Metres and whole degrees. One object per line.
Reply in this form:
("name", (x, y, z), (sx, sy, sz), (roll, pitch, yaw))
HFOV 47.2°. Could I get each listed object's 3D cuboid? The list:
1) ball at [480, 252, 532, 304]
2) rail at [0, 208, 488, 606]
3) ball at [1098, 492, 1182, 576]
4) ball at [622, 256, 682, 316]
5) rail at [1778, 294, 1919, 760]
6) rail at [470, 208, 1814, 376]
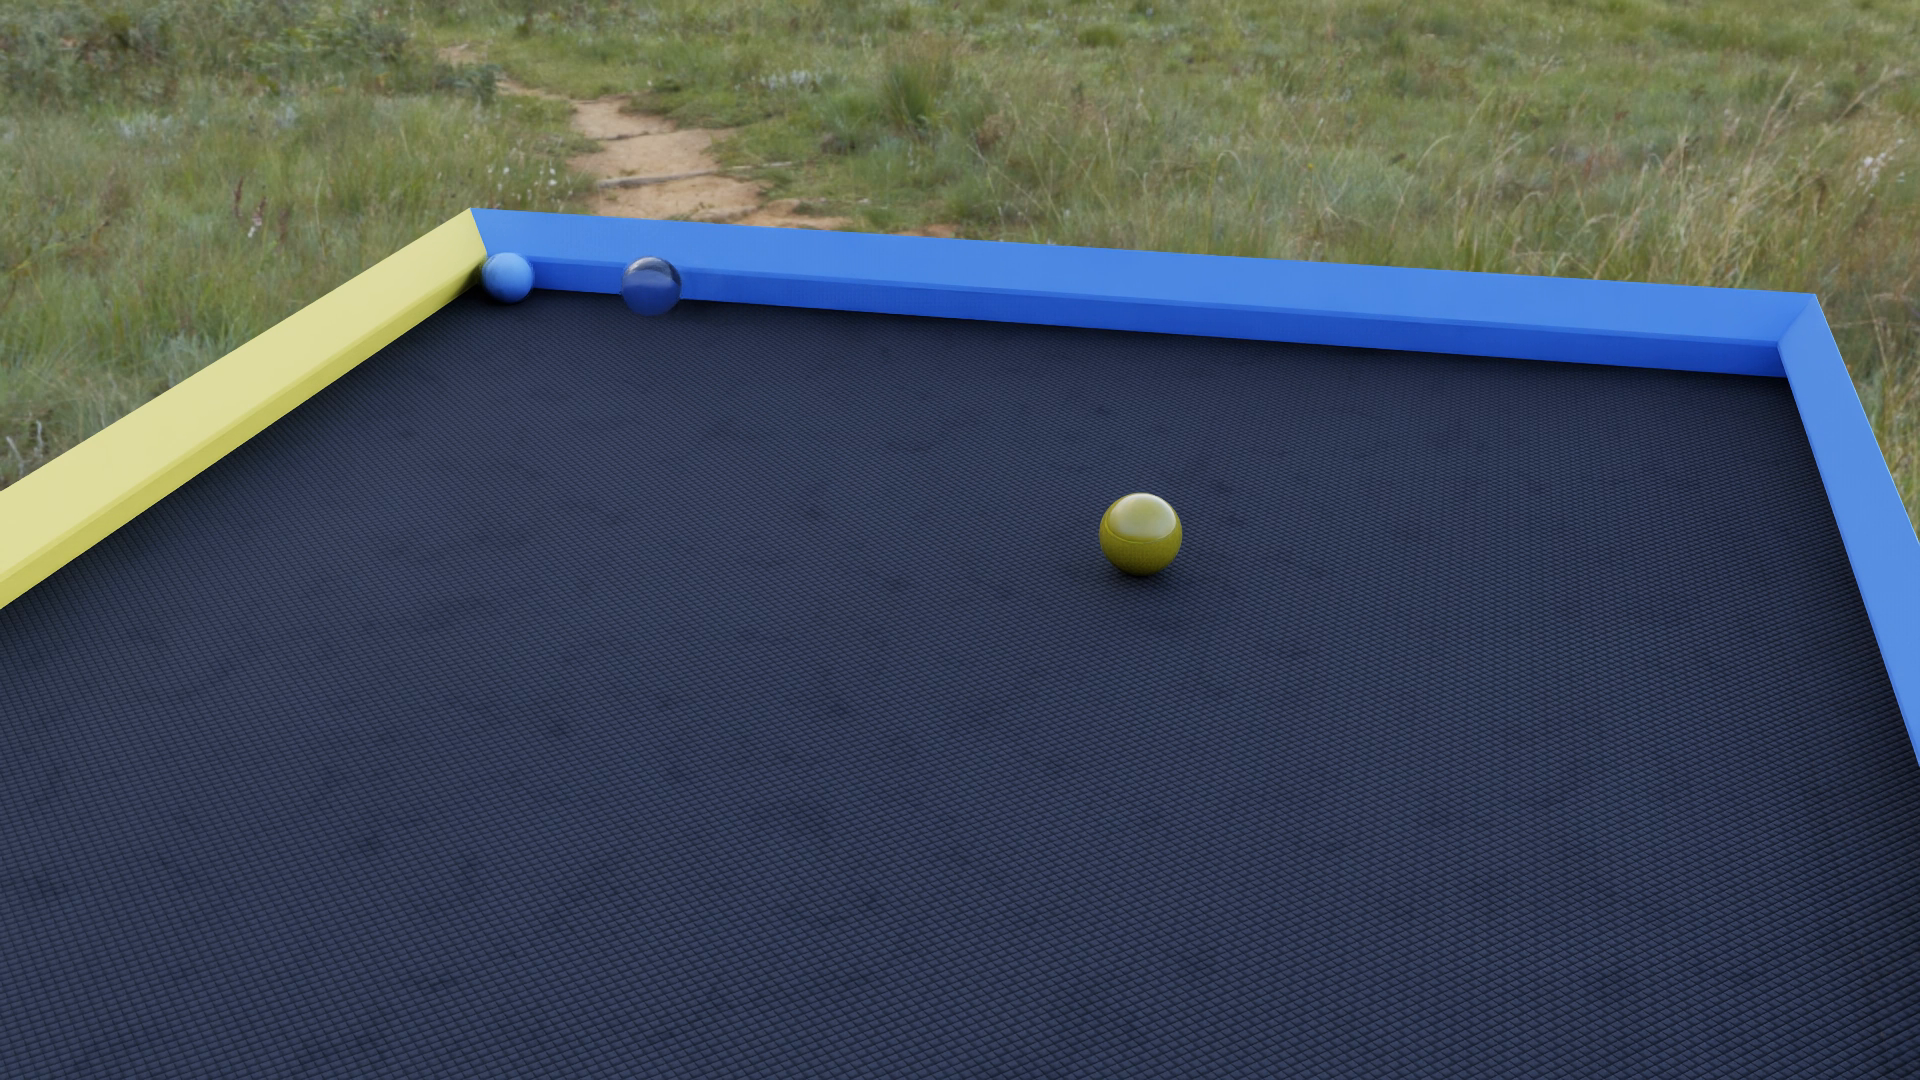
("ball", (-0.683, -0.395, 3.313), (0.077, 0.077, 0.077), (0, 24, 0))
("rail", (-1.132, 0.247, 1.795), (0.045, 0.119, 3.574), (5, 24, 12))
("ball", (0.198, -0.006, 2.409), (0.092, 0.092, 0.092), (0, 24, 0))
("ball", (-0.456, -0.375, 3.255), (0.089, 0.089, 0.089), (0, 24, 0))
("rail", (0.730, 0.420, 1.401), (0.045, 0.119, 3.574), (5, 24, 12))
("rail", (0.196, -0.357, 3.171), (1.958, 0.119, 0.045), (5, 24, 12))
